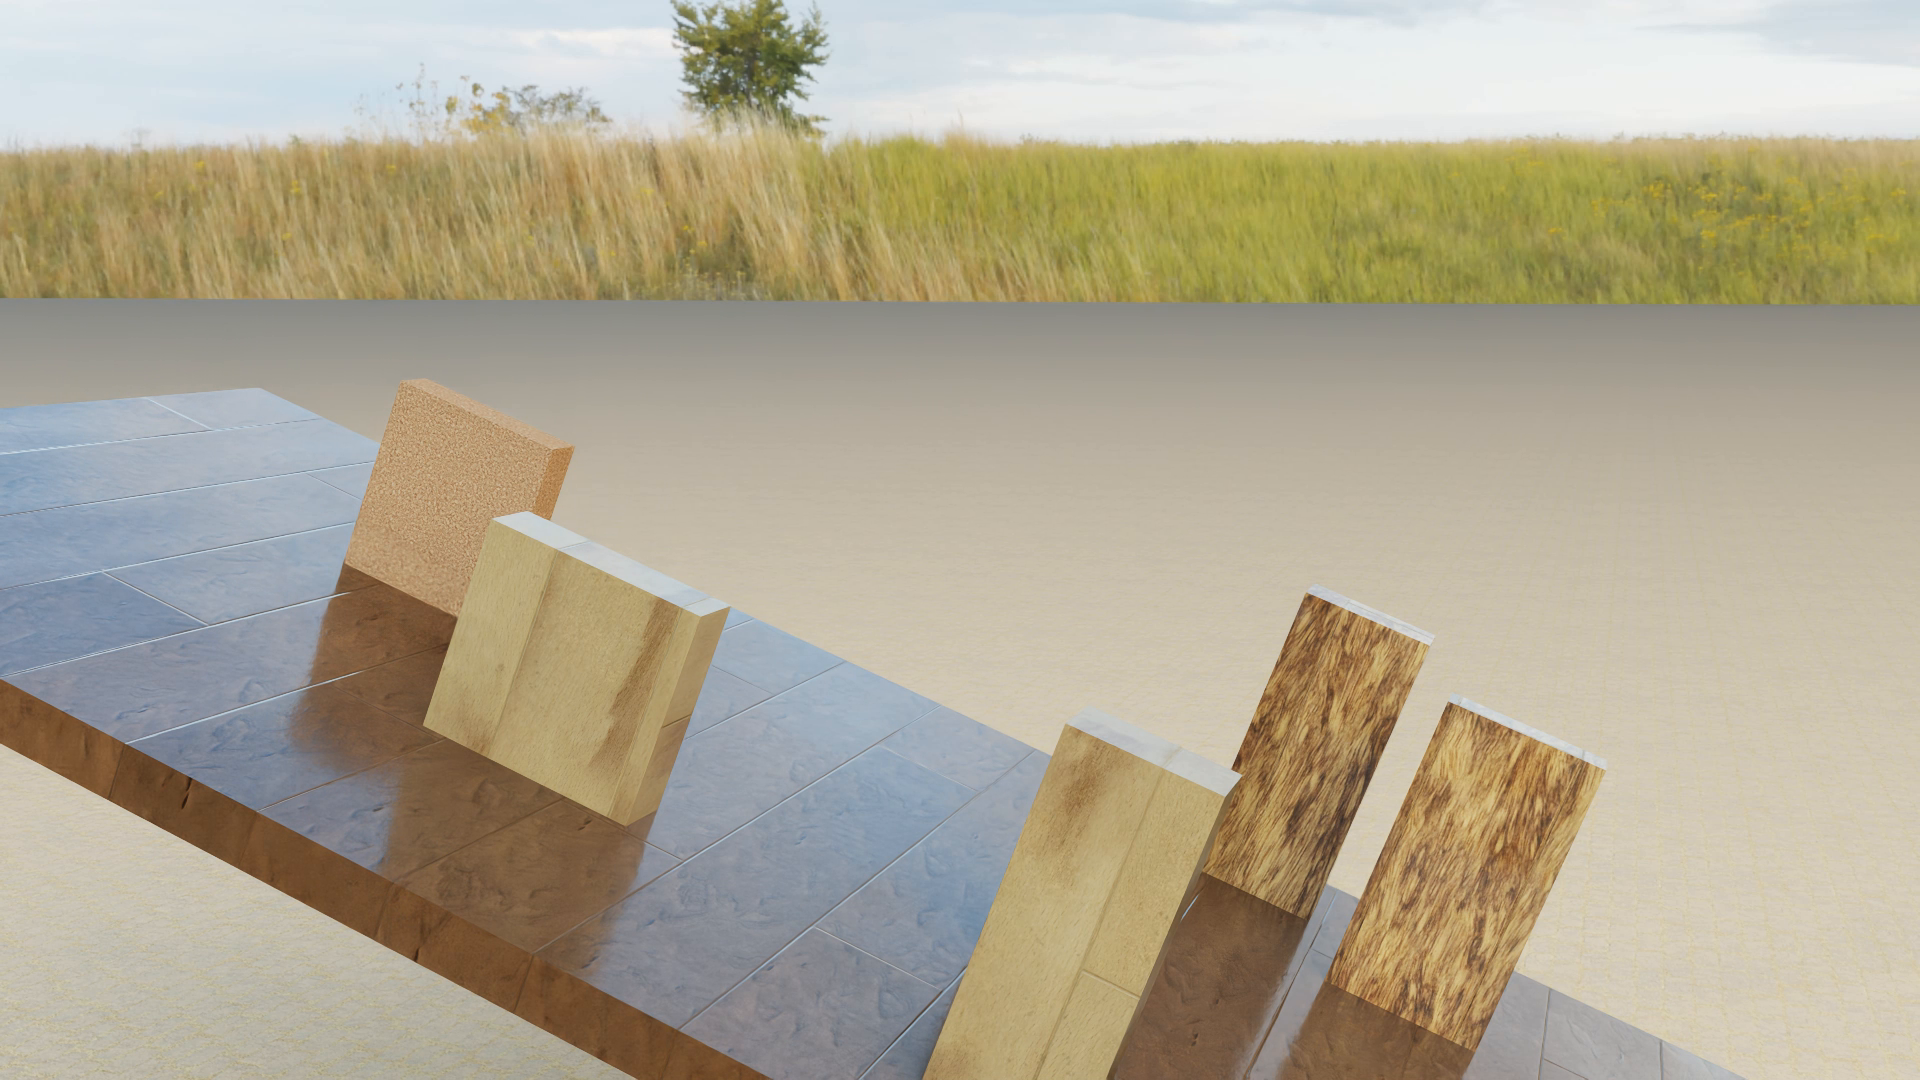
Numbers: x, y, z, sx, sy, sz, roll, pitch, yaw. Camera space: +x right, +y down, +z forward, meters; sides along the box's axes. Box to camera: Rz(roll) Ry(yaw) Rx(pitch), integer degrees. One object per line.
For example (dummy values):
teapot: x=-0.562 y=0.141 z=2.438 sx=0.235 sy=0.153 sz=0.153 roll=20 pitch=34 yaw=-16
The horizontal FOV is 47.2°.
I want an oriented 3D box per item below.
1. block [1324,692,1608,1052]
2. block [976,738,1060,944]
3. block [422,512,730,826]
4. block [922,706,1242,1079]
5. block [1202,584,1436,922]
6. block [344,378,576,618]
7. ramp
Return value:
block: x=0.981 y=0.646 z=4.285 sx=0.317 sy=0.616 sz=0.094 roll=24 pitch=13 yaw=13
block: x=0.234 y=0.563 z=3.879 sx=0.249 sy=0.422 sz=0.135 roll=24 pitch=13 yaw=13
block: x=-0.678 y=0.223 z=3.884 sx=0.423 sy=0.403 sz=0.132 roll=24 pitch=13 yaw=13
block: x=0.177 y=0.583 z=3.267 sx=0.250 sy=0.611 sz=0.142 roll=24 pitch=13 yaw=13
block: x=0.747 y=0.449 z=4.667 sx=0.274 sy=0.646 sz=0.134 roll=24 pitch=13 yaw=13
block: x=-1.035 y=-0.072 z=4.535 sx=0.365 sy=0.409 sz=0.099 roll=24 pitch=13 yaw=13
ramp: x=-0.315 y=0.563 z=4.199 sx=4.000 sy=0.100 sz=2.000 roll=24 pitch=13 yaw=13
